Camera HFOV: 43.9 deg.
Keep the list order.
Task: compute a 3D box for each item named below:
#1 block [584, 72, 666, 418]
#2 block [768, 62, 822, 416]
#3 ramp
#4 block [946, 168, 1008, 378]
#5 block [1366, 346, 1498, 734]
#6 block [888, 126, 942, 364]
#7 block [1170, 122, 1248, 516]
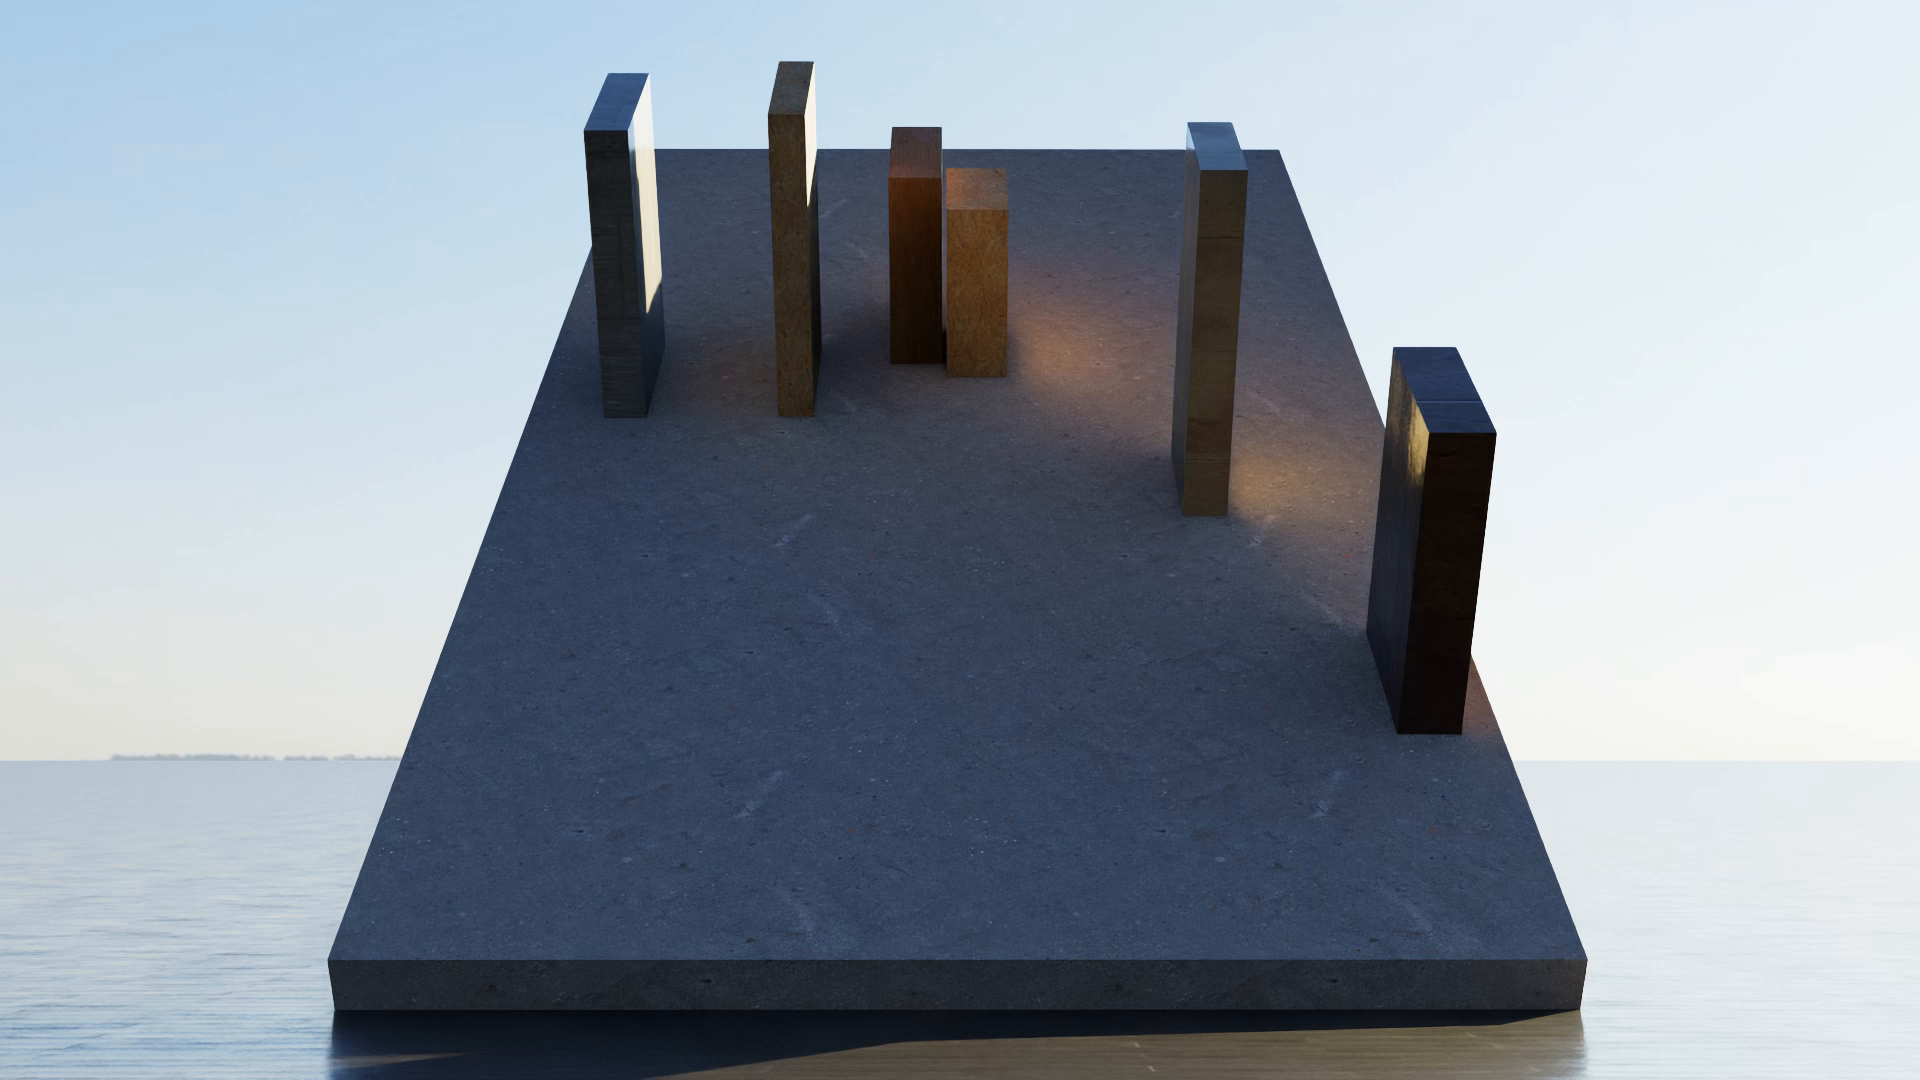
[{"bbox_3d":[-0.783,-0.695,5.606,0.098,0.698,0.431,0,28,0],"label":"block"},{"bbox_3d":[-0.385,-0.708,5.598,0.083,0.731,0.407,0,28,0],"label":"block"},{"bbox_3d":[-0.011,-0.223,5.572,2.000,0.100,4.000,0,28,0],"label":"ramp"},{"bbox_3d":[0.040,-0.654,5.822,0.145,0.429,0.295,0,28,0],"label":"block"},{"bbox_3d":[0.861,-0.001,4.394,0.117,0.611,0.374,0,28,0],"label":"block"},{"bbox_3d":[-0.108,-0.735,5.920,0.126,0.480,0.386,0,28,0],"label":"block"},{"bbox_3d":[0.528,-0.468,5.095,0.095,0.781,0.308,0,28,0],"label":"block"}]
